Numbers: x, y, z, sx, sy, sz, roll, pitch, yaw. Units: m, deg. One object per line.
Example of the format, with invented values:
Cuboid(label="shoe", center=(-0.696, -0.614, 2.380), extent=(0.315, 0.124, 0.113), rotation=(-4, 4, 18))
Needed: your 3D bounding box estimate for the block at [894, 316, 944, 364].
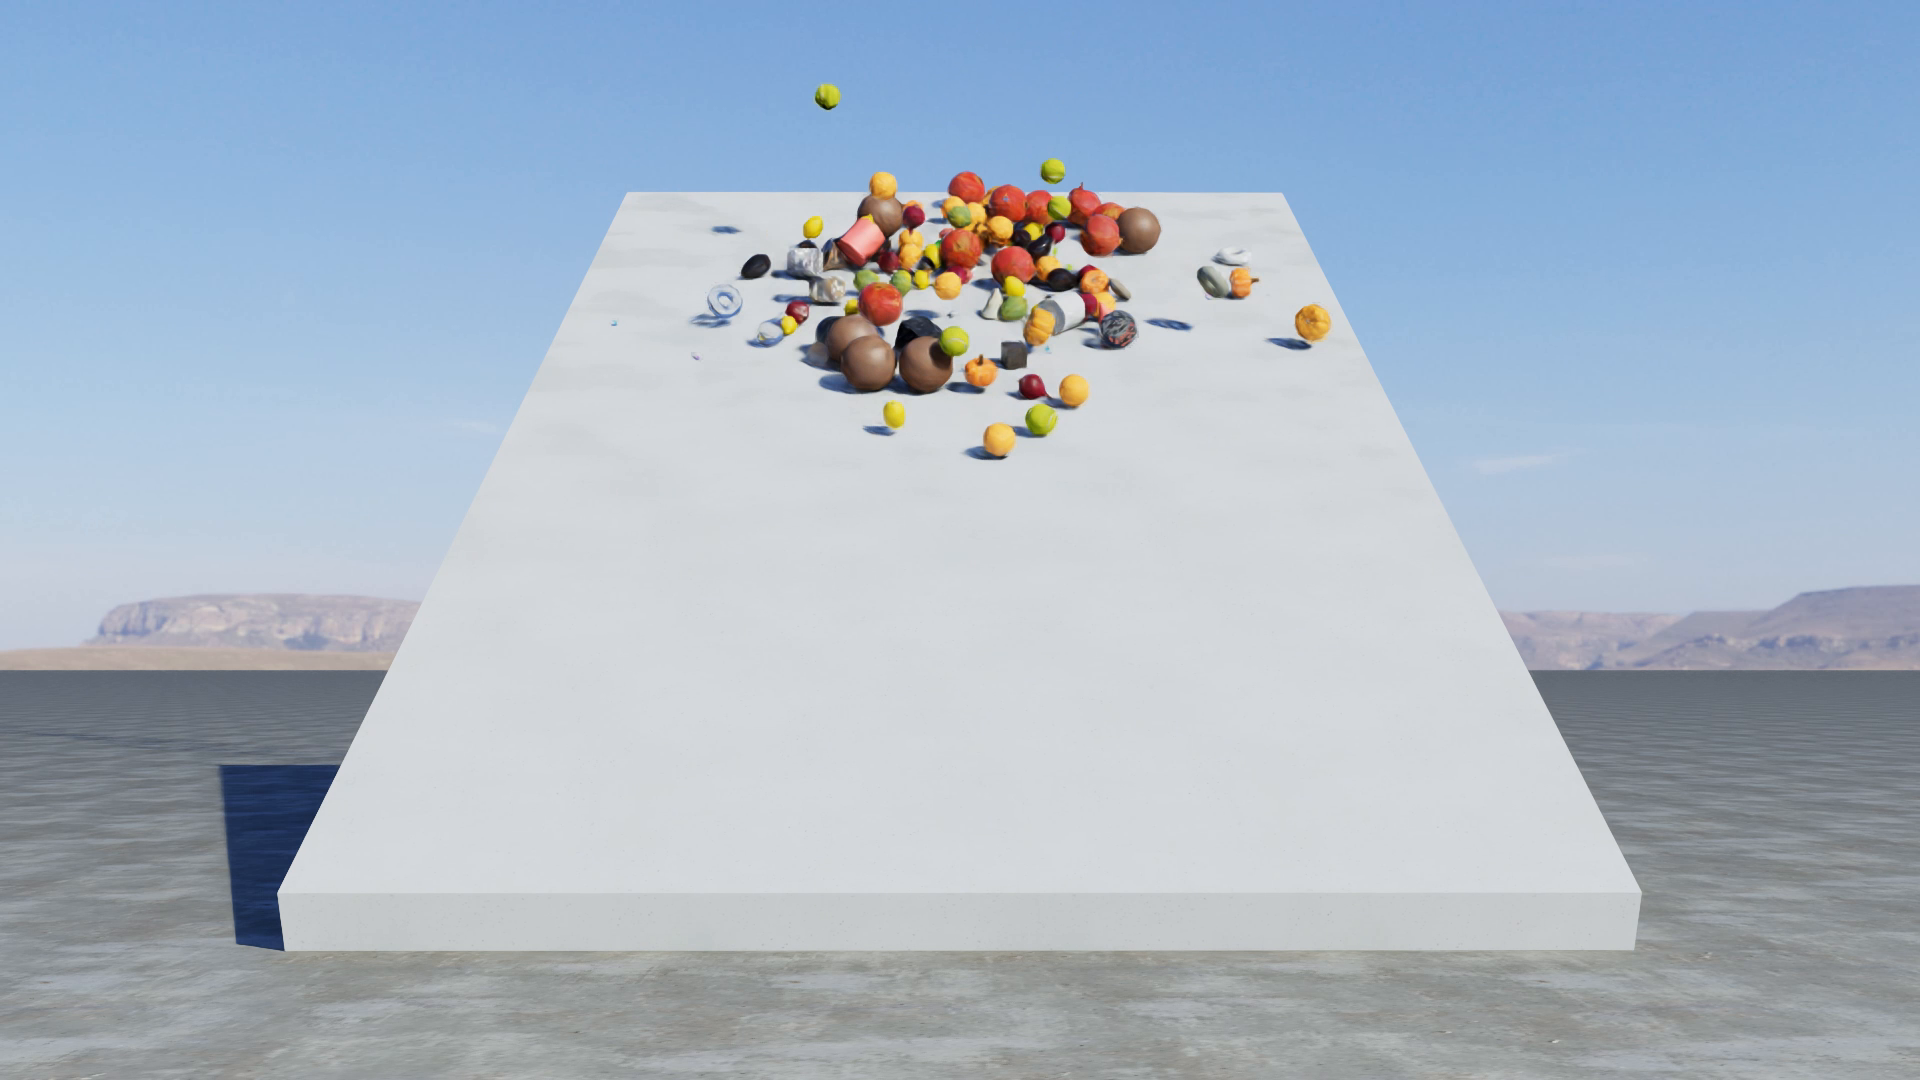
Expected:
Cuboid(label="block", center=(-0.099, -0.484, 5.596), extent=(0.077, 0.077, 0.077), rotation=(-17, 47, -38))

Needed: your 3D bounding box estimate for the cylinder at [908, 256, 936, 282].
Cuboid(label="cylinder", center=(-0.100, -0.723, 6.188), extent=(0.052, 0.052, 0.052), rotation=(-44, -27, 27))

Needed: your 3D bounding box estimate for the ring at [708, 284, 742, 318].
Cuboid(label="ring", center=(-0.592, -0.601, 5.831), extent=(0.093, 0.093, 0.031), rotation=(1, -17, -24))

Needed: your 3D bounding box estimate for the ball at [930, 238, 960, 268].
Cuboid(label="ball", center=(-0.041, -0.784, 6.323), extent=(0.077, 0.077, 0.077), rotation=(0, -3, 0))

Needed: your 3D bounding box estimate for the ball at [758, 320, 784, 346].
Cuboid(label="ball", center=(-0.467, -0.509, 5.697), extent=(0.065, 0.065, 0.065), rotation=(0, -3, 0))

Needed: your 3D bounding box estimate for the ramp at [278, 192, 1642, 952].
Cuboid(label="ramp", center=(-0.007, -0.226, 5.250), extent=(2.000, 0.100, 4.000), rotation=(0, 23, 0))

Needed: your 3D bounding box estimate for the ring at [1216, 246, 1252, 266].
Cuboid(label="ring", center=(0.756, -0.783, 6.381), extent=(0.098, 0.033, 0.098), rotation=(-3, 26, 1))

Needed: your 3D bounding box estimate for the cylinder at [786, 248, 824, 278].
Cuboid(label="cylinder", center=(-0.417, -0.745, 6.222), extent=(0.077, 0.077, 0.077), rotation=(4, -2, 17))

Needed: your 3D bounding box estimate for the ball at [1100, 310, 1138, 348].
Cuboid(label="ball", center=(0.389, -0.517, 5.685), extent=(0.093, 0.093, 0.093), rotation=(0, -3, 0))

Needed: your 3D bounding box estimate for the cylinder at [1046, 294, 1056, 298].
Cuboid(label="cylinder", center=(0.253, -0.605, 5.936), extent=(0.053, 0.053, 0.053), rotation=(-9, 0, -19))

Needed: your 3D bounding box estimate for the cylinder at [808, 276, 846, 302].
Cuboid(label="cylinder", center=(-0.345, -0.651, 6.011), extent=(0.070, 0.070, 0.070), rotation=(4, -1, 28))

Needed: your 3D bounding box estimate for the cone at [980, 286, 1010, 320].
Cuboid(label="cone", center=(0.092, -0.611, 5.918), extent=(0.076, 0.076, 0.076), rotation=(4, 21, -1))

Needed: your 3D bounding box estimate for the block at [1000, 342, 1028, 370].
Cuboid(label="block", center=(0.130, -0.444, 5.564), extent=(0.052, 0.052, 0.052), rotation=(-6, 24, -14))

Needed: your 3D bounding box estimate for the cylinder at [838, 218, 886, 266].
Cuboid(label="cylinder", center=(-0.268, -0.811, 6.296), extent=(0.093, 0.093, 0.093), rotation=(37, -19, 15))

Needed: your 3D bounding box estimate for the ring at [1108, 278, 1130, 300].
Cuboid(label="ring", center=(0.417, -0.655, 6.047), extent=(0.025, 0.075, 0.075), rotation=(-43, -14, 11))

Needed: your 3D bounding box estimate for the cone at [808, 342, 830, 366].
Cuboid(label="cone", center=(-0.328, -0.444, 5.595), extent=(0.058, 0.058, 0.058), rotation=(-1, -7, 25))

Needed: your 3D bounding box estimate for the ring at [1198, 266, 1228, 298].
Cuboid(label="ring", center=(0.628, -0.641, 5.752), extent=(0.032, 0.097, 0.097), rotation=(-42, 7, -13))

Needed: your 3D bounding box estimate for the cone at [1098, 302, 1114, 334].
Cuboid(label="cone", center=(0.364, -0.564, 5.778), extent=(0.077, 0.077, 0.077), rotation=(-24, 19, 9))

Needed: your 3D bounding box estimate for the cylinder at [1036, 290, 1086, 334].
Cuboid(label="cylinder", center=(0.253, -0.571, 5.812), extent=(0.091, 0.091, 0.091), rotation=(-3, 17, 40))

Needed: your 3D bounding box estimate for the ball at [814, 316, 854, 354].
Cuboid(label="ball", center=(-0.305, -0.499, 5.635), extent=(0.096, 0.096, 0.096), rotation=(0, -3, 0))
